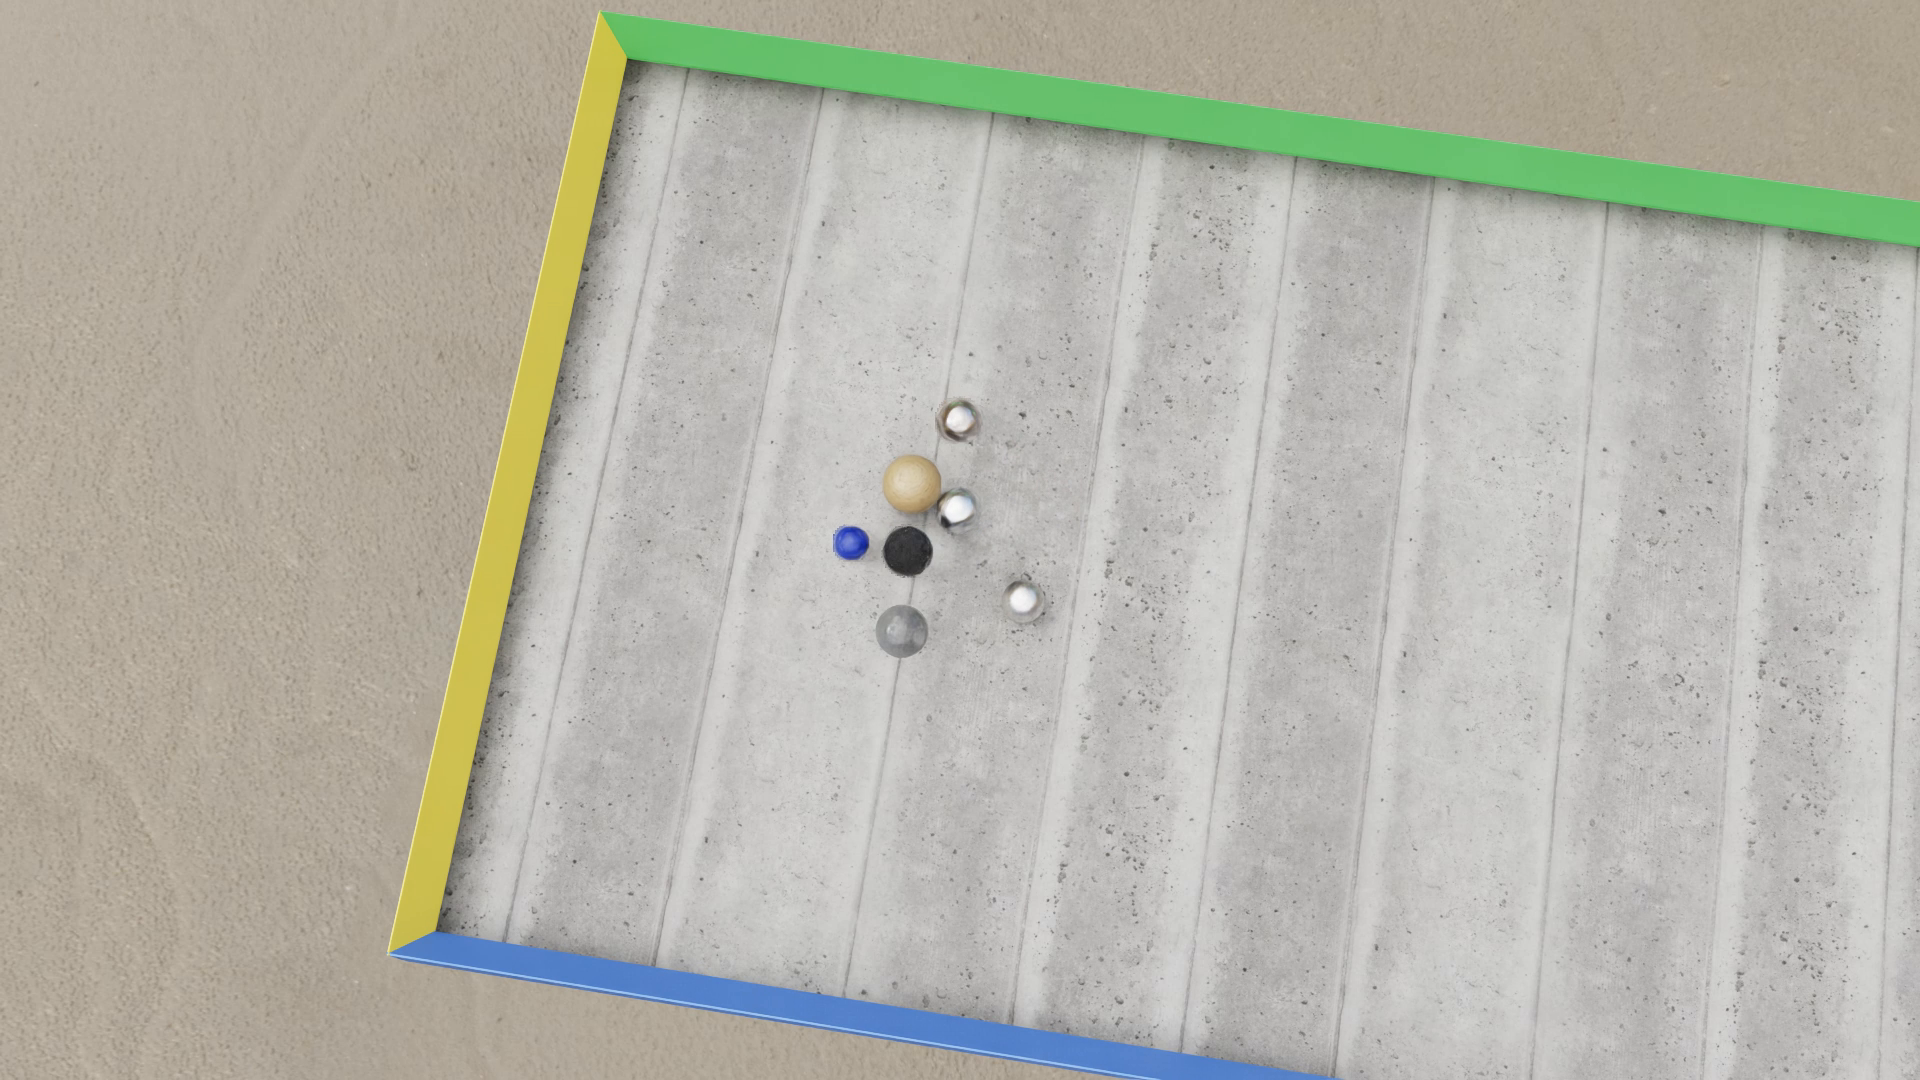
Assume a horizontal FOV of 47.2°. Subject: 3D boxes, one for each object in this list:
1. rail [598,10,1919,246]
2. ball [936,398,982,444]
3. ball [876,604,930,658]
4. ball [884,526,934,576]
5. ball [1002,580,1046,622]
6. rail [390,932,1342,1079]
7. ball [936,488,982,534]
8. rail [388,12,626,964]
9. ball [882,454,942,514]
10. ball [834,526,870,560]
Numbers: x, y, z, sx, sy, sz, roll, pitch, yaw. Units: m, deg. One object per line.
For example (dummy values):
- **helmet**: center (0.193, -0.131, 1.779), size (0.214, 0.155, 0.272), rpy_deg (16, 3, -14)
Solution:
- **rail**: center (0.806, -0.591, 3.486), size (2.803, 0.118, 0.045), rpy_deg (9, 75, 2)
- **ball**: center (-0.001, -0.183, 3.401), size (0.071, 0.071, 0.071), rpy_deg (0, 75, 0)
- **ball**: center (-0.087, 0.137, 3.308), size (0.081, 0.081, 0.081), rpy_deg (0, 75, 0)
- **ball**: center (-0.079, 0.017, 3.344), size (0.076, 0.076, 0.076), rpy_deg (0, 75, 0)
- **ball**: center (0.096, 0.093, 3.328), size (0.066, 0.066, 0.066), rpy_deg (0, 75, 0)
- **rail**: center (0.578, 0.792, 3.110), size (2.803, 0.118, 0.045), rpy_deg (9, 75, 2)
- **ball**: center (-0.001, -0.045, 3.363), size (0.071, 0.071, 0.071), rpy_deg (0, 75, 0)
- **rail**: center (-0.669, -0.109, 3.355), size (0.045, 0.118, 1.499), rpy_deg (9, 75, 2)
- **ball**: center (-0.073, -0.085, 3.364), size (0.091, 0.091, 0.091), rpy_deg (0, 75, 0)
- **ball**: center (-0.165, 0.005, 3.359), size (0.053, 0.053, 0.053), rpy_deg (0, 75, 0)
